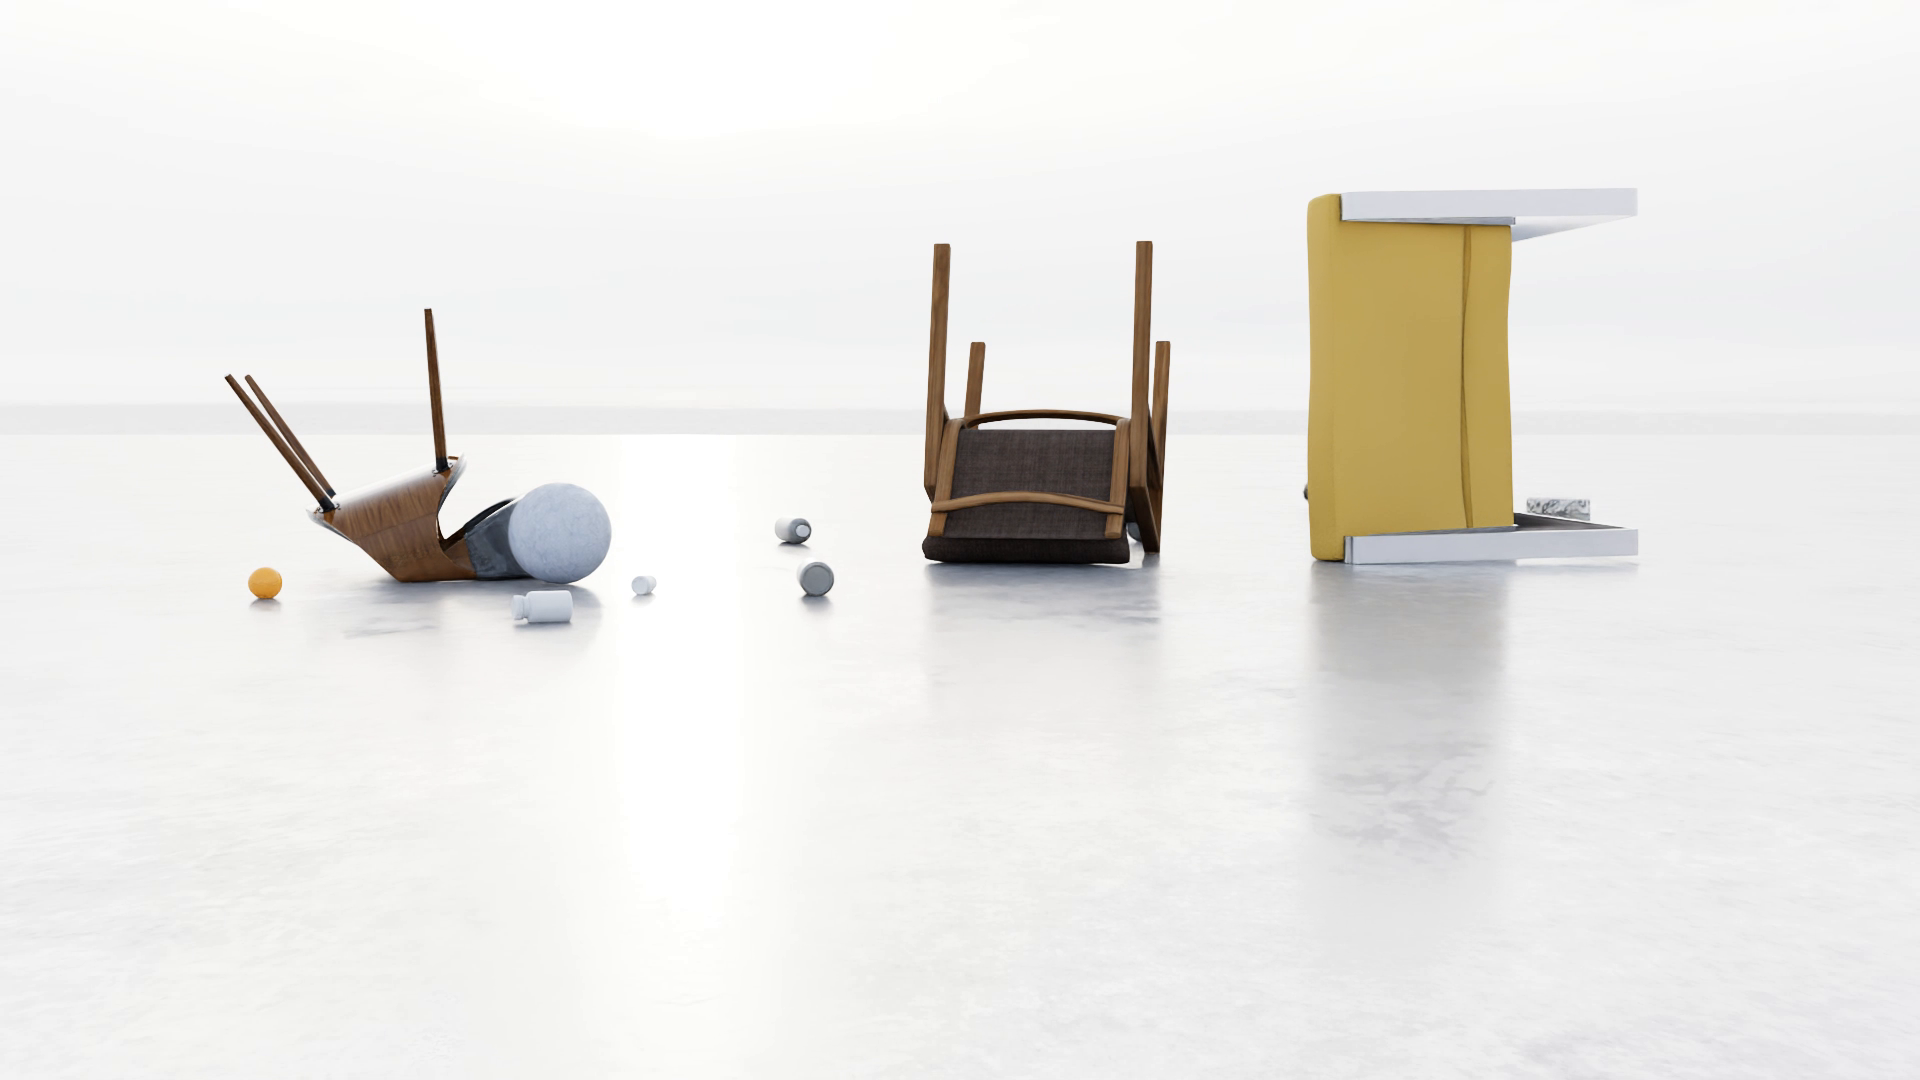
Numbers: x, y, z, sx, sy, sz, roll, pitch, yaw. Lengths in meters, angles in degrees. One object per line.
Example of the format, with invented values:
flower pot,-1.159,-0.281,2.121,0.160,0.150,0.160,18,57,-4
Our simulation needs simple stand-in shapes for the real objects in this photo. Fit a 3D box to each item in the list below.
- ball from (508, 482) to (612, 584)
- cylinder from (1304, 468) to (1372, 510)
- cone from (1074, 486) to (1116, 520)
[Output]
ball,-0.919,-0.016,5.056,0.236,0.236,0.236,0,4,0
cylinder,1.406,-0.192,8.198,0.230,0.150,0.131,-16,4,-5
cone,0.478,-0.097,7.532,0.132,0.137,0.125,26,-42,-8
